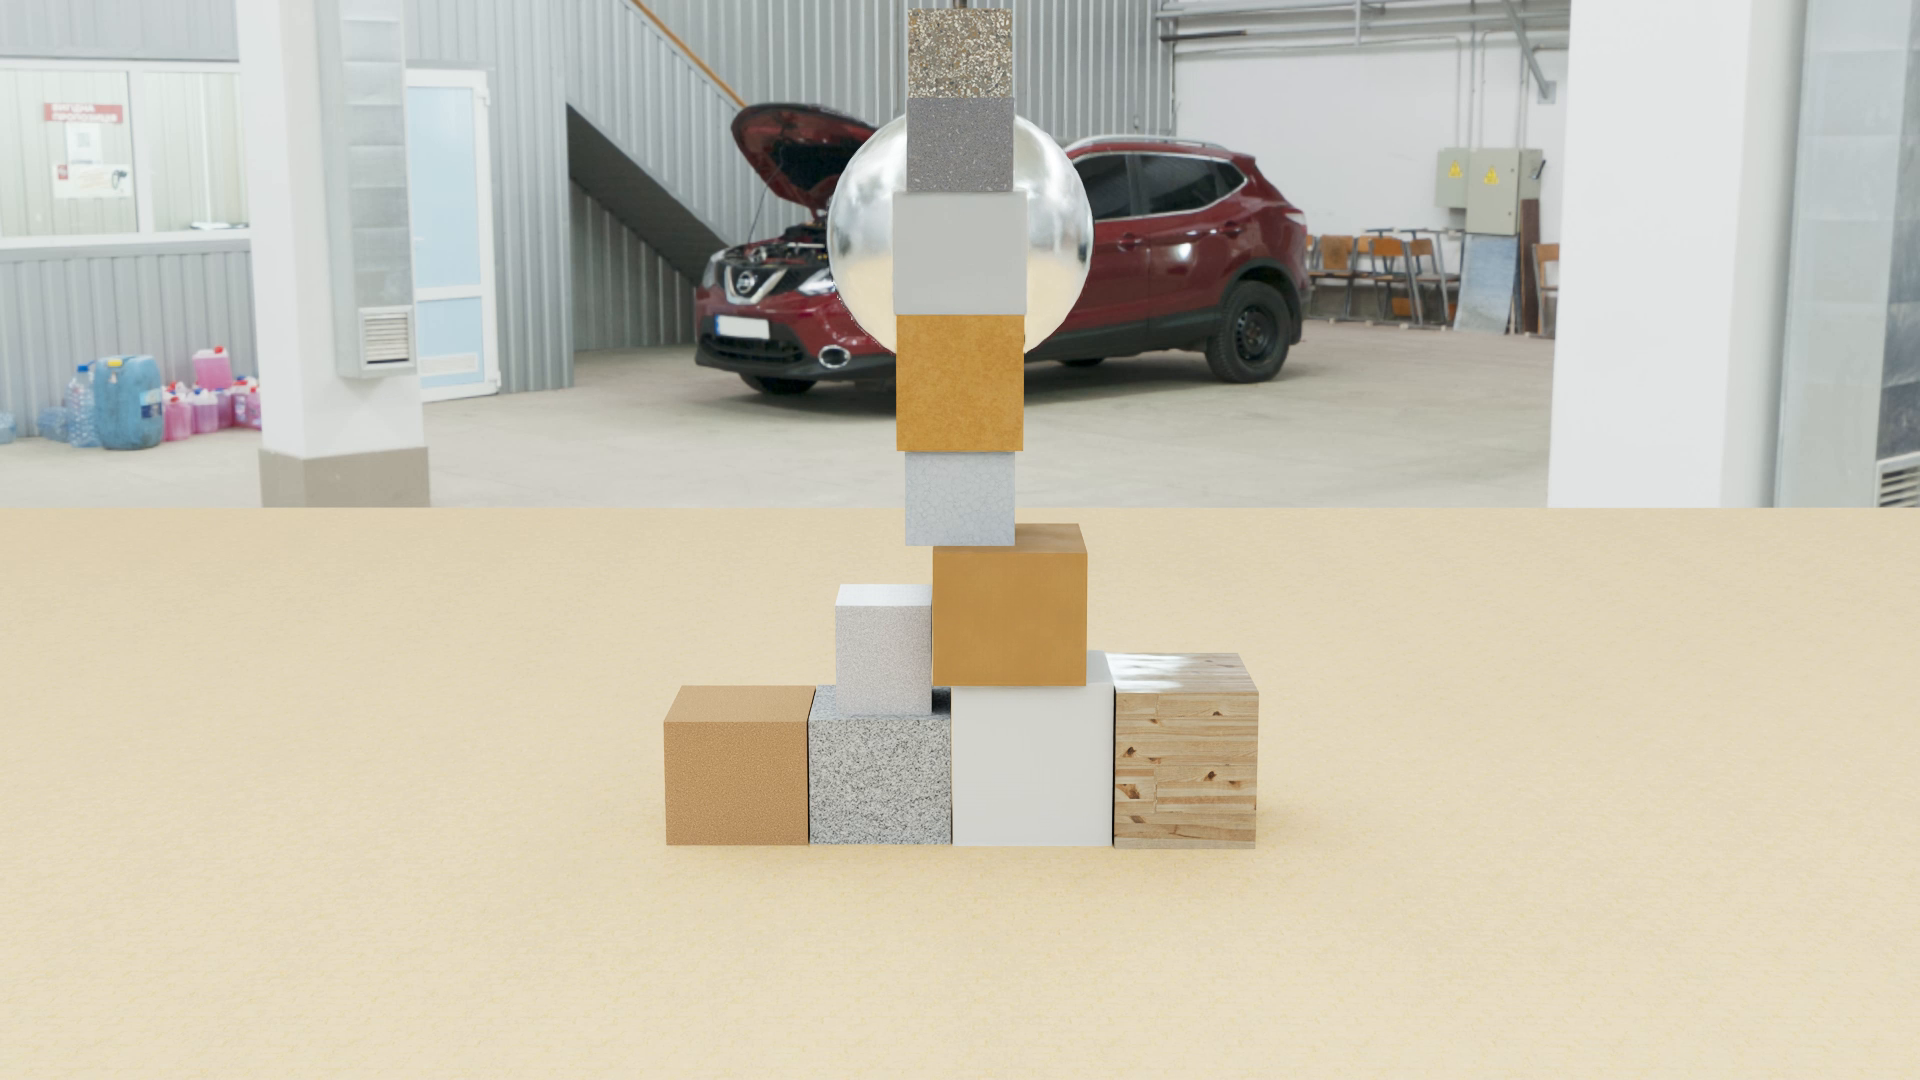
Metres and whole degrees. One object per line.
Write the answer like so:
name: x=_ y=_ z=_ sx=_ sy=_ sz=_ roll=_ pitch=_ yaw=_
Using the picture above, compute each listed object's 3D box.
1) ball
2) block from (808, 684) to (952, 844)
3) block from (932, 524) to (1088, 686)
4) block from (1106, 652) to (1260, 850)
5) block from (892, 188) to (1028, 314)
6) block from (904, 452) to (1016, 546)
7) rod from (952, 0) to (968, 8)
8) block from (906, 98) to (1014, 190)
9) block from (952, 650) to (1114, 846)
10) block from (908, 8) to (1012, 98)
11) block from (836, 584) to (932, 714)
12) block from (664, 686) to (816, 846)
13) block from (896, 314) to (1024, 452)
ball: x=0.000 y=-1.815 z=13.183 sx=1.600 sy=1.600 sz=1.600 roll=0 pitch=10 yaw=0
block: x=-0.402 y=1.154 z=11.402 sx=0.711 sy=0.650 sz=0.721 roll=0 pitch=10 yaw=0
block: x=0.245 y=0.316 z=11.226 sx=0.758 sy=0.668 sz=0.851 roll=0 pitch=10 yaw=0
block: x=1.128 y=1.077 z=11.379 sx=0.707 sy=0.810 sz=0.856 roll=0 pitch=10 yaw=0
block: x=0.000 y=-1.439 z=10.924 sx=0.653 sy=0.597 sz=0.556 roll=0 pitch=10 yaw=0
block: x=0.000 y=-0.254 z=11.150 sx=0.544 sy=0.481 sz=0.512 roll=0 pitch=10 yaw=0
rod: x=0.000 y=-4.673 z=11.341 sx=0.080 sy=5.200 sz=0.080 roll=0 pitch=33 yaw=0
block: x=0.000 y=-1.945 z=10.808 sx=0.515 sy=0.440 sz=0.544 roll=0 pitch=10 yaw=0
block: x=0.364 y=1.062 z=11.357 sx=0.801 sy=0.847 sz=0.714 roll=0 pitch=10 yaw=0
block: x=0.000 y=-2.374 z=10.765 sx=0.497 sy=0.418 sz=0.476 roll=0 pitch=10 yaw=0
block: x=-0.384 y=0.556 z=11.302 sx=0.480 sy=0.562 sz=0.534 roll=0 pitch=10 yaw=0
block: x=-1.124 y=1.157 z=11.400 sx=0.714 sy=0.644 sz=0.744 roll=0 pitch=10 yaw=0
block: x=0.000 y=-0.817 z=11.038 sx=0.623 sy=0.668 sz=0.578 roll=0 pitch=10 yaw=0
